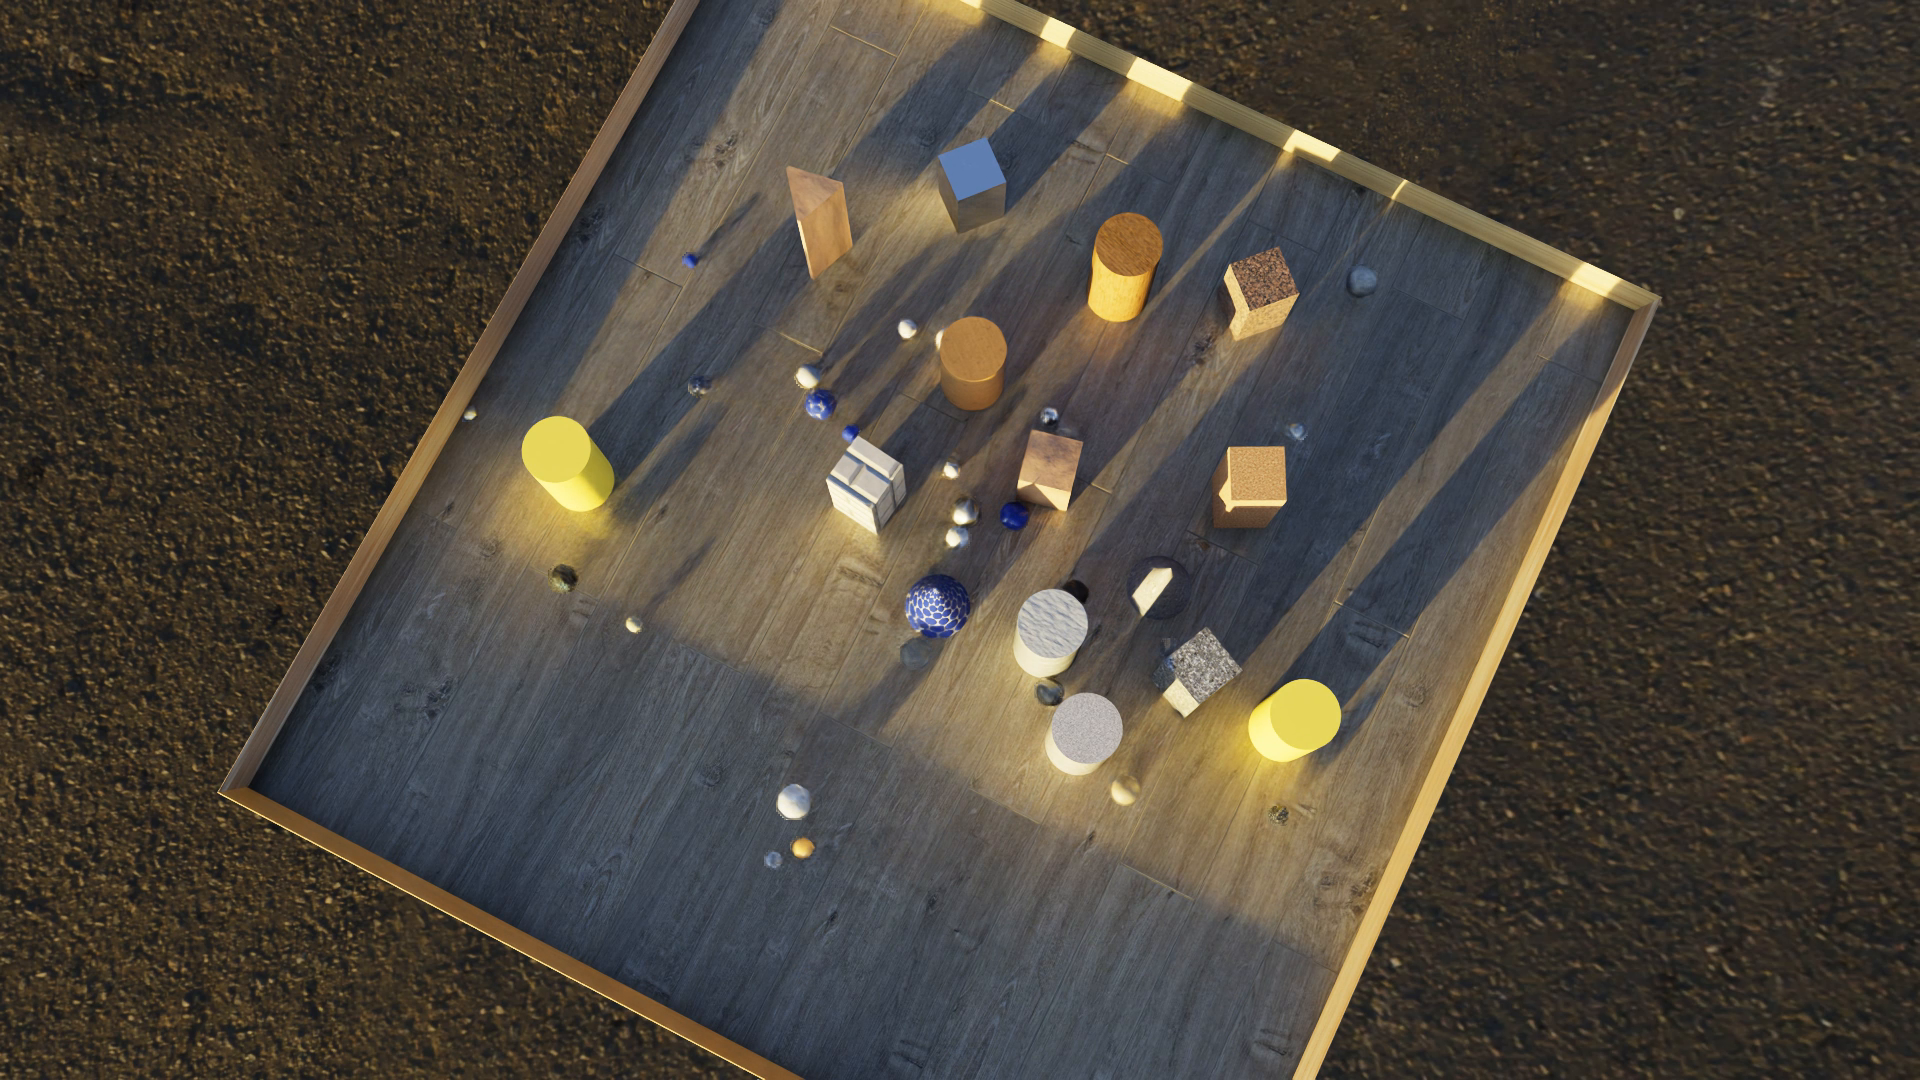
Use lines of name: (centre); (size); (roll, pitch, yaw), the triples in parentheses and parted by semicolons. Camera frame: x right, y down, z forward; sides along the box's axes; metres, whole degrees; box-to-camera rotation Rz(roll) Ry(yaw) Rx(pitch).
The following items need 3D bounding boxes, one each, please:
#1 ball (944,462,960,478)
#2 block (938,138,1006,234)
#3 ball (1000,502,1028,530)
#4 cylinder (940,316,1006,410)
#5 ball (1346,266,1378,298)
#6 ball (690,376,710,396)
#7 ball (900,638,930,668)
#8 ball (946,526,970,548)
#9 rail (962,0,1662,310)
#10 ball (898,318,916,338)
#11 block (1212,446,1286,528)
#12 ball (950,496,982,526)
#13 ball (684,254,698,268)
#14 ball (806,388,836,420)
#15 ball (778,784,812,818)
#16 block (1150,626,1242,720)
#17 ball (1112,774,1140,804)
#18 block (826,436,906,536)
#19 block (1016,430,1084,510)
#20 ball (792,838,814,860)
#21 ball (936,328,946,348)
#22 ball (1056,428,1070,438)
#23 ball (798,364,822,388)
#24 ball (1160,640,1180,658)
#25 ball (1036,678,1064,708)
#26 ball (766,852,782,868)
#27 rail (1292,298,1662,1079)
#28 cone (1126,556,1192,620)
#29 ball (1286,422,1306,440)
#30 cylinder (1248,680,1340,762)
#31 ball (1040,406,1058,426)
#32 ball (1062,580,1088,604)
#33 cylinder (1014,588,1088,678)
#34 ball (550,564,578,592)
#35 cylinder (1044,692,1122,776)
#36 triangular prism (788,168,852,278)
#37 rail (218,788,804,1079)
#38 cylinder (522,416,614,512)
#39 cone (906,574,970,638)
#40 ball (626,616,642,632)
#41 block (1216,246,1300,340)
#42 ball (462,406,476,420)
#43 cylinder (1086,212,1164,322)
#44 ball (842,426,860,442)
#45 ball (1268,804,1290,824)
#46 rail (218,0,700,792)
ball: (-0.024, -0.216, 5.638); (0.047, 0.047, 0.047); (0, 78, 0)
block: (0.037, -1.098, 5.700); (0.159, 0.281, 0.159); (-22, 79, -5)
ball: (0.164, -0.074, 5.588); (0.086, 0.086, 0.086); (0, 78, 0)
cylinder: (0.039, -0.531, 5.561); (0.199, 0.325, 0.199); (0, 78, 0)
ball: (1.256, -0.807, 5.734); (0.096, 0.096, 0.096); (0, 78, 0)
ball: (-0.806, -0.480, 5.685); (0.060, 0.060, 0.060); (0, 78, 0)
ball: (-0.135, 0.339, 5.500); (0.090, 0.090, 0.090); (0, 78, 0)
ball: (-0.006, -0.009, 5.582); (0.070, 0.070, 0.070); (0, 78, 0)
rail: (0.725, -1.412, 5.842); (3.190, 0.129, 0.045); (26, 80, 5)
ball: (-0.165, -0.661, 5.723); (0.059, 0.059, 0.059); (0, 78, 0)
block: (0.857, -0.153, 5.455); (0.159, 0.378, 0.159); (0, 78, 0)
ball: (0.018, -0.086, 5.587); (0.092, 0.092, 0.092); (0, 78, 0)
ball: (-0.847, -0.879, 5.777); (0.043, 0.043, 0.043); (0, 78, 0)
ball: (-0.430, -0.419, 5.655); (0.095, 0.095, 0.095); (0, 78, 0)
ball: (-0.488, 0.772, 5.406); (0.099, 0.099, 0.099); (0, 78, 0)
block: (0.684, 0.392, 5.346); (0.159, 0.372, 0.159); (-37, 81, -7)
ball: (0.490, 0.738, 5.420); (0.085, 0.085, 0.085); (0, 78, 0)
block: (-0.276, -0.159, 5.465); (0.159, 0.361, 0.159); (34, 80, 7)
block: (0.269, -0.209, 5.533); (0.159, 0.249, 0.159); (14, 79, 3)
ball: (-0.462, 0.908, 5.397); (0.062, 0.062, 0.062); (0, 78, 0)
ball: (-0.036, -0.625, 5.707); (0.076, 0.076, 0.076); (0, 78, 0)
ball: (0.317, -0.323, 5.658); (0.050, 0.050, 0.050); (0, 78, 0)
ball: (-0.468, -0.511, 5.685); (0.074, 0.074, 0.074); (0, 78, 0)
ball: (0.632, 0.327, 5.519); (0.059, 0.059, 0.059); (0, 78, 0)
ball: (0.270, 0.456, 5.479); (0.086, 0.086, 0.086); (0, 78, 0)
ball: (-0.548, 0.941, 5.398); (0.046, 0.046, 0.046); (0, 78, 0)
rail: (1.405, 0.695, 5.406); (0.045, 0.129, 3.288); (26, 80, 5)
cone: (0.607, 0.113, 5.432); (0.199, 0.316, 0.199); (0, 78, 0)
ball: (1.037, -0.337, 5.656); (0.059, 0.059, 0.059); (0, 78, 0)
cylinder: (0.966, 0.527, 5.312); (0.199, 0.384, 0.199); (0, 78, 0)
ball: (0.275, -0.385, 5.667); (0.058, 0.058, 0.058); (0, 78, 0)
ball: (0.348, 0.161, 5.542); (0.081, 0.081, 0.081); (0, 78, 0)
cylinder: (0.260, 0.278, 5.344); (0.199, 0.421, 0.199); (0, 78, 0)
ball: (-1.200, 0.116, 5.550); (0.083, 0.083, 0.083); (0, 78, 0)
cylinder: (0.354, 0.564, 5.295); (0.199, 0.401, 0.199); (0, 78, 0)
triangular prism: (-0.454, -0.984, 5.571); (0.172, 0.489, 0.149); (-42, 81, -8)
rail: (-0.725, 1.426, 5.254); (3.190, 0.129, 0.045); (26, 80, 5)
cylinder: (-1.166, -0.223, 5.473); (0.199, 0.371, 0.199); (0, 78, 0)
cone: (-0.067, 0.170, 5.424); (0.199, 0.309, 0.199); (0, 78, 0)
ball: (-0.985, 0.254, 5.541); (0.046, 0.046, 0.046); (0, 78, 0)
block: (0.911, -0.752, 5.625); (0.159, 0.289, 0.159); (-20, 79, -4)
ball: (-1.521, -0.394, 5.675); (0.045, 0.045, 0.045); (0, 78, 0)
cylinder: (0.496, -0.824, 5.576); (0.199, 0.415, 0.199); (0, 78, 0)
ball: (-0.337, -0.328, 5.658); (0.052, 0.052, 0.052); (0, 78, 0)
ball: (0.943, 0.812, 5.418); (0.060, 0.060, 0.060); (0, 78, 0)
rail: (-1.405, -0.681, 5.691); (0.045, 0.129, 3.288); (26, 80, 5)
